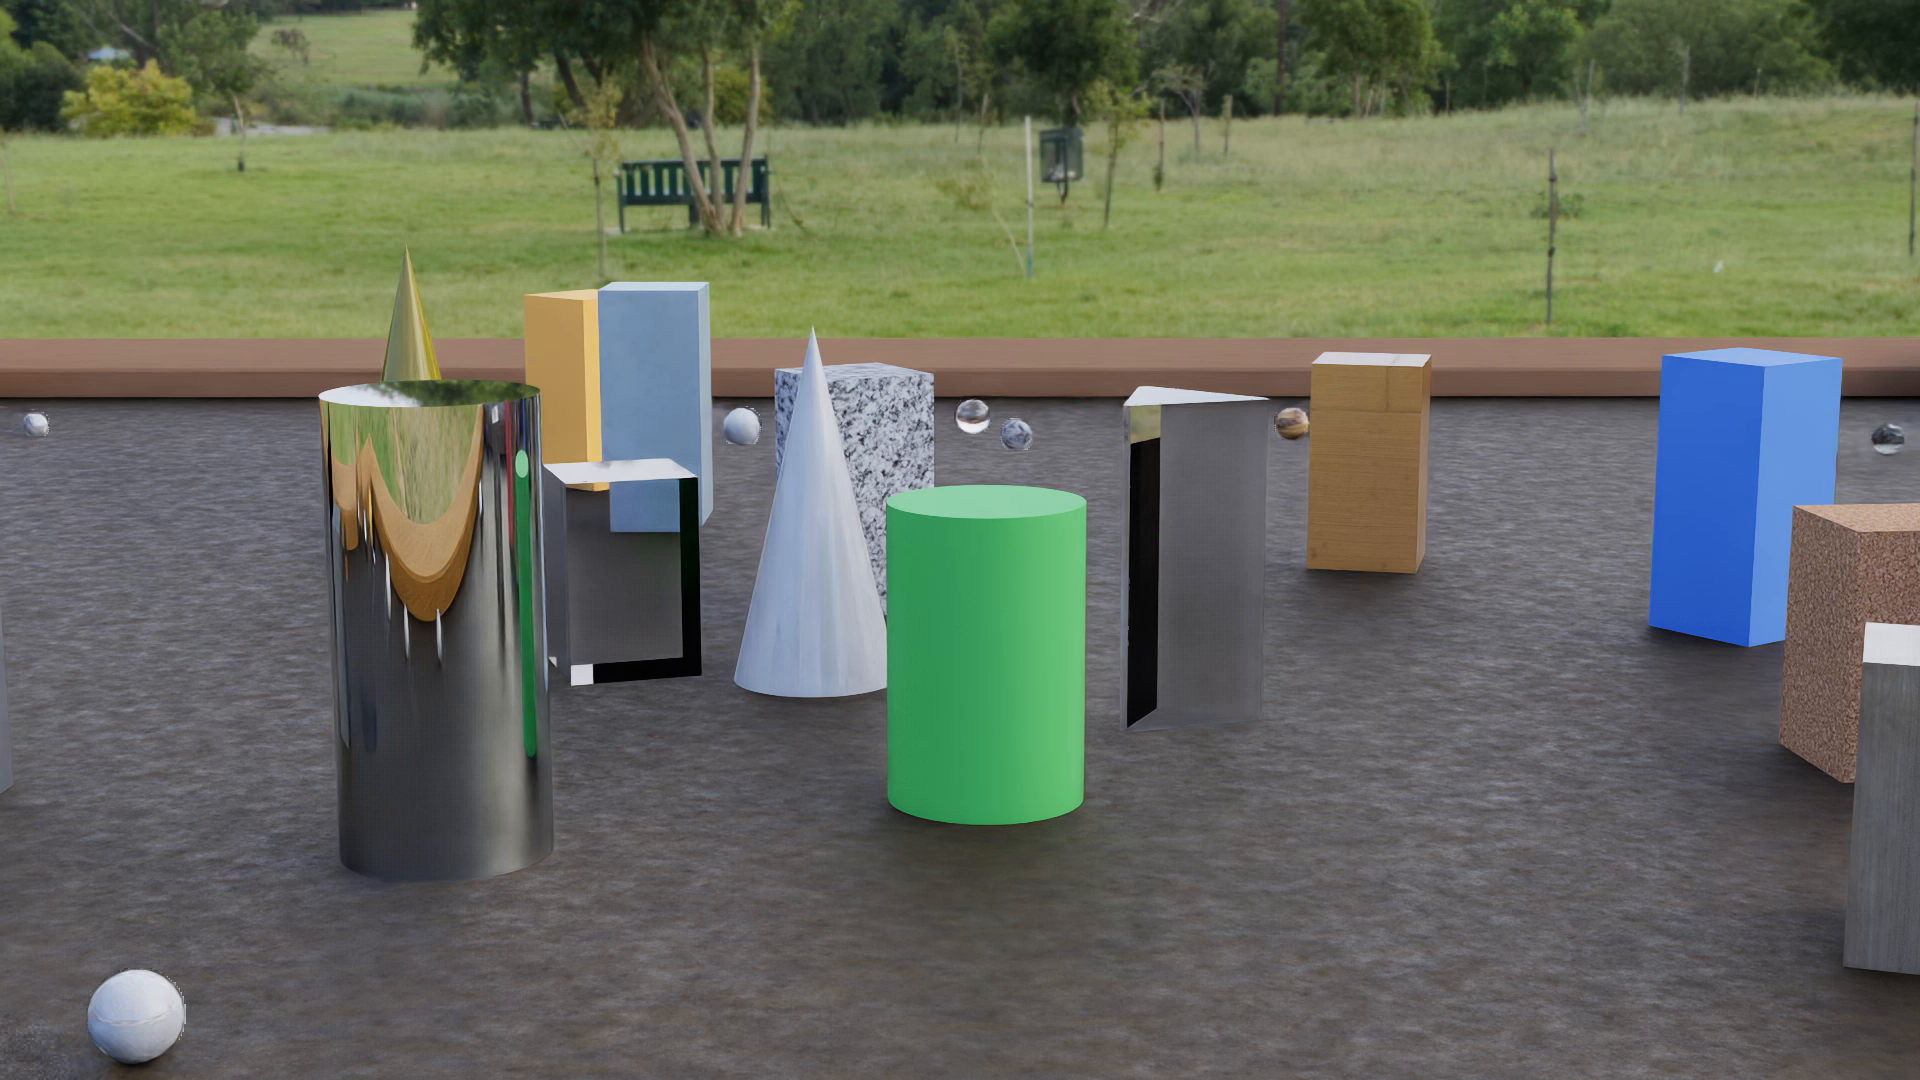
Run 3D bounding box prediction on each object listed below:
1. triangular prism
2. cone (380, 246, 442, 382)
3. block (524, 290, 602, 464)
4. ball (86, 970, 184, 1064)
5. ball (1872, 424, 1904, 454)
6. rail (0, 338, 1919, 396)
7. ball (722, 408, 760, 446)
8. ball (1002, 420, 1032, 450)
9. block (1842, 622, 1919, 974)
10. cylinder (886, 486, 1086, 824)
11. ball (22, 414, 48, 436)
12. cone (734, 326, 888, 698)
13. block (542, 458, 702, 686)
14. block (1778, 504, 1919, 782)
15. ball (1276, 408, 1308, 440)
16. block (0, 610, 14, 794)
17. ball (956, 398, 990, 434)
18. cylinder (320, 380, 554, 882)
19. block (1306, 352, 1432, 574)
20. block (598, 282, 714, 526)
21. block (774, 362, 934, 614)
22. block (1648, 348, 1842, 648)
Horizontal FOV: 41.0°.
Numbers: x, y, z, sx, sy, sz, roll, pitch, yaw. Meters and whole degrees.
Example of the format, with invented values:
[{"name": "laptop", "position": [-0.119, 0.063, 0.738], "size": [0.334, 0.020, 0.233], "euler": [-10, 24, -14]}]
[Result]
[{"name": "triangular prism", "position": [0.235, 0.016, 2.903], "size": [0.172, 0.364, 0.149], "euler": [-4, 11, -20]}, {"name": "cone", "position": [-0.867, -0.243, 4.056], "size": [0.198, 0.453, 0.198], "euler": [0, 10, 0]}, {"name": "block", "position": [-0.660, -0.274, 4.572], "size": [0.159, 0.326, 0.159], "euler": [9, 14, 40]}, {"name": "ball", "position": [-0.610, 0.352, 1.897], "size": [0.068, 0.068, 0.068], "euler": [0, 10, 0]}, {"name": "ball", "position": [1.758, -0.191, 4.859], "size": [0.059, 0.059, 0.059], "euler": [0, 10, 0]}, {"name": "rail", "position": [-0.013, -0.380, 5.681], "size": [4.380, 0.129, 0.045], "euler": [0, 10, 0]}, {"name": "ball", "position": [-0.425, -0.220, 4.979], "size": [0.072, 0.072, 0.072], "euler": [0, 10, 0]}, {"name": "ball", "position": [0.109, -0.200, 4.908], "size": [0.058, 0.058, 0.058], "euler": [0, 10, 0]}, {"name": "block", "position": [0.824, 0.215, 2.124], "size": [0.159, 0.256, 0.159], "euler": [4, 11, 20]}, {"name": "cylinder", "position": [0.026, 0.110, 2.562], "size": [0.198, 0.302, 0.198], "euler": [0, 10, 0]}, {"name": "ball", "position": [-1.834, -0.228, 5.089], "size": [0.047, 0.047, 0.047], "euler": [0, 10, 0]}, {"name": "cone", "position": [-0.173, -0.044, 3.053], "size": [0.198, 0.426, 0.198], "euler": [0, 10, 0]}, {"name": "block", "position": [-0.413, 0.035, 3.129], "size": [0.159, 0.243, 0.159], "euler": [-4, 11, -19]}, {"name": "block", "position": [0.978, 0.105, 2.699], "size": [0.159, 0.262, 0.159], "euler": [-1, 11, -6]}, {"name": "ball", "position": [0.653, -0.228, 5.044], "size": [0.065, 0.065, 0.065], "euler": [0, 10, 0]}, {"name": "block", "position": [-1.052, 0.148, 2.533], "size": [0.159, 0.238, 0.159], "euler": [0, 10, 1]}, {"name": "ball", "position": [0.026, -0.247, 5.133], "size": [0.070, 0.070, 0.070], "euler": [0, 10, 0]}, {"name": "cylinder", "position": [-0.482, 0.079, 2.374], "size": [0.198, 0.432, 0.198], "euler": [0, 10, 0]}, {"name": "block", "position": [0.605, -0.117, 3.791], "size": [0.159, 0.302, 0.159], "euler": [3, 11, 14]}, {"name": "block", "position": [-0.490, -0.222, 4.151], "size": [0.159, 0.377, 0.159], "euler": [0, 10, 1]}, {"name": "block", "position": [-0.143, -0.069, 3.481], "size": [0.159, 0.320, 0.159], "euler": [-6, 12, -30]}, {"name": "block", "position": [1.018, -0.060, 3.329], "size": [0.159, 0.357, 0.159], "euler": [-7, 13, -35]}]
